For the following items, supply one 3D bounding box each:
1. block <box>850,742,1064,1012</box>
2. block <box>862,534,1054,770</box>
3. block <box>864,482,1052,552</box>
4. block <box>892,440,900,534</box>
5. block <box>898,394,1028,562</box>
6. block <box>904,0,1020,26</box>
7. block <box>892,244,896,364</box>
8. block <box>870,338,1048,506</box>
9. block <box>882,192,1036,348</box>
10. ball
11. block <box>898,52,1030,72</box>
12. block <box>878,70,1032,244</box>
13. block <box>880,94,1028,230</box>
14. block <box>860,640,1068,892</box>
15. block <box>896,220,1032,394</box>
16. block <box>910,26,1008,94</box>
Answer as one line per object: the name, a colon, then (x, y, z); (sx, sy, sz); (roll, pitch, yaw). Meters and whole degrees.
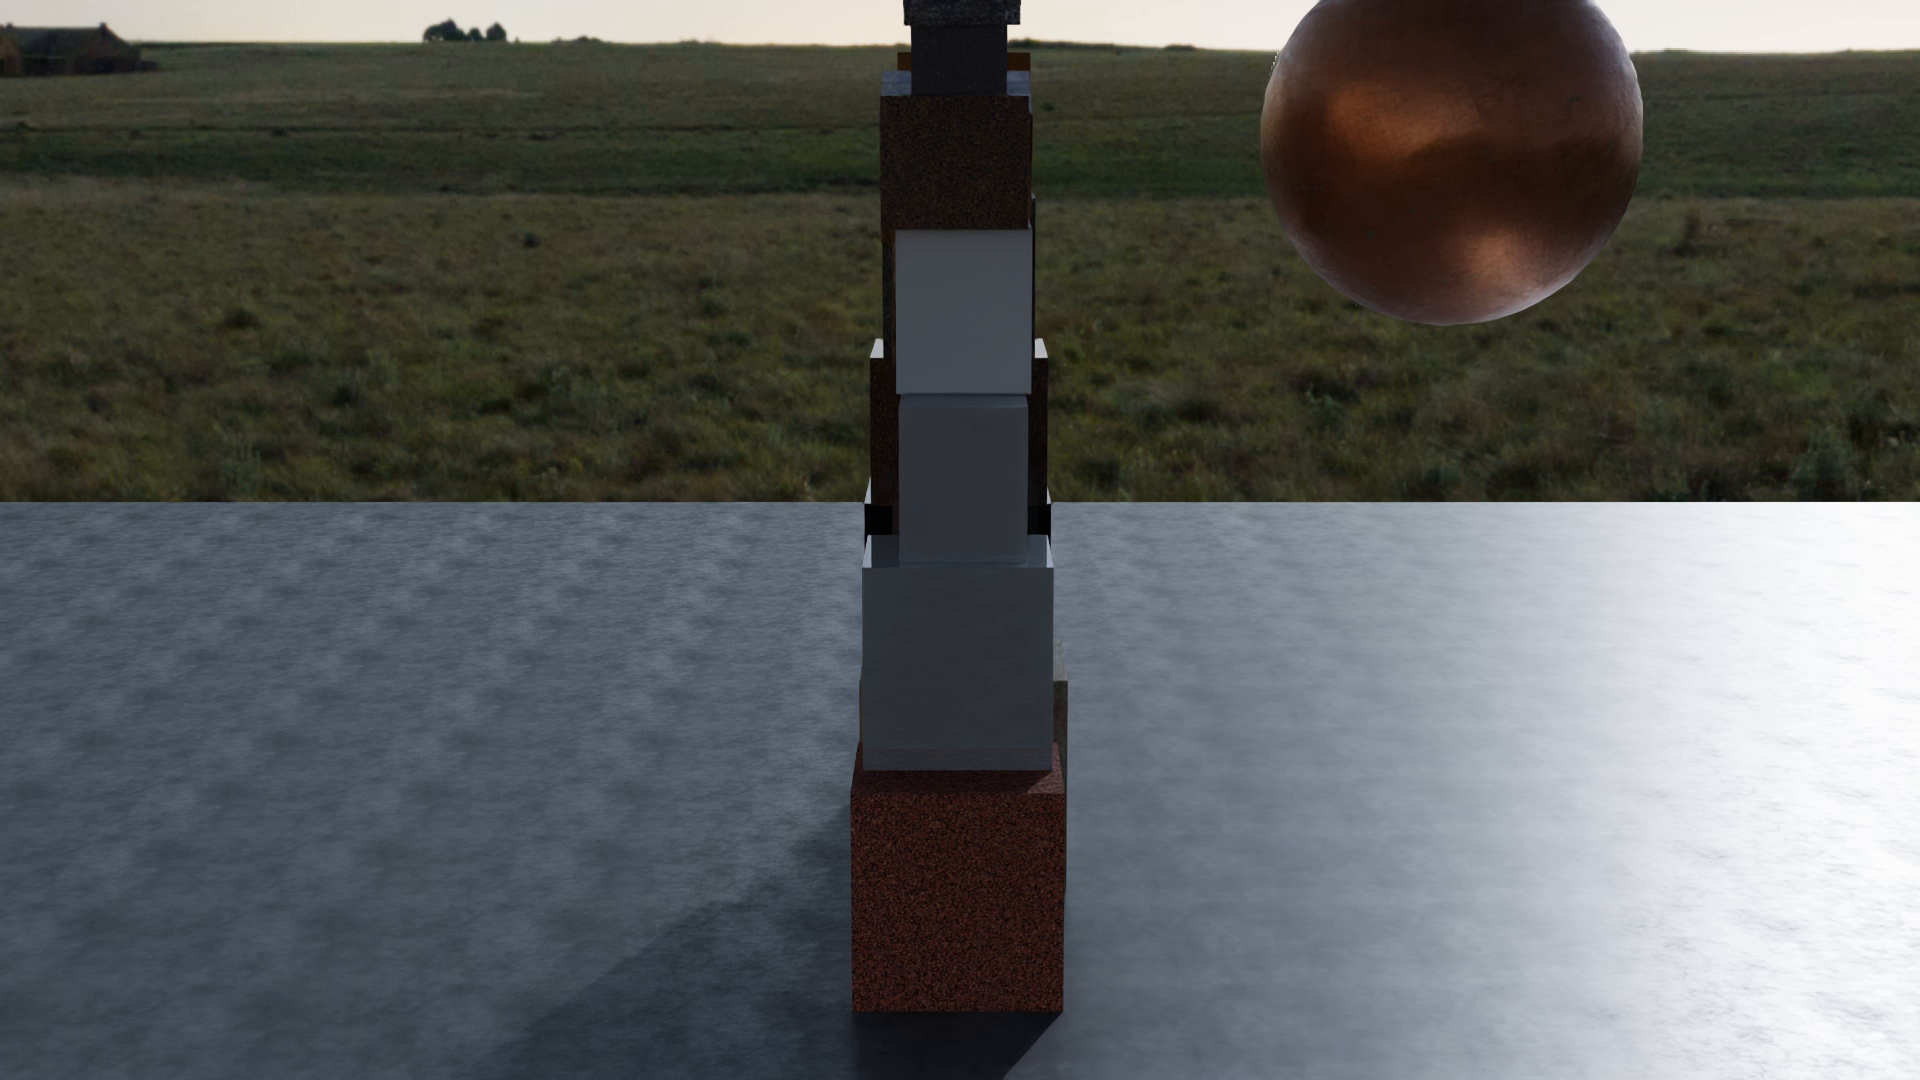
block: (-0.009, 1.301, 10.019); (0.800, 0.855, 0.741); (0, 10, 0)
block: (-0.009, 0.434, 10.171); (0.730, 0.797, 0.703); (0, 10, 0)
block: (-0.010, 0.131, 11.531); (0.807, 0.728, 0.766); (0, 11, 0)
block: (-0.009, -0.138, 10.723); (0.533, 0.474, 0.551); (0, 11, 0)
block: (0.013, -0.264, 10.112); (0.493, 0.597, 0.596); (0, 10, 0)
block: (0.005, -2.369, 10.388); (0.467, 0.442, 0.480); (0, 28, -1)
block: (-0.015, -1.045, 10.944); (0.531, 0.506, 0.534); (0, 14, 0)
block: (-0.004, -0.532, 11.349); (0.757, 0.640, 0.782); (0, 11, 0)
block: (-0.003, -1.222, 11.521); (0.668, 0.653, 0.630); (0, 11, 0)
ball: (2.074, -1.711, 10.869); (1.600, 1.600, 1.600); (0, 10, 0)
block: (0.017, -1.855, 11.439); (0.573, 0.623, 0.561); (0, 11, 0)
block: (-0.018, -1.617, 10.795); (0.623, 0.552, 0.609); (0, 27, 0)
block: (-0.022, -1.504, 10.164); (0.570, 0.509, 0.542); (0, 11, 0)
block: (0.015, 0.993, 11.469); (0.893, 0.943, 0.823); (0, 10, 0)
block: (0.015, -0.953, 10.382); (0.535, 0.657, 0.568); (0, 11, 0)
block: (-0.006, -2.021, 10.583); (0.390, 0.355, 0.444); (0, 28, 0)
